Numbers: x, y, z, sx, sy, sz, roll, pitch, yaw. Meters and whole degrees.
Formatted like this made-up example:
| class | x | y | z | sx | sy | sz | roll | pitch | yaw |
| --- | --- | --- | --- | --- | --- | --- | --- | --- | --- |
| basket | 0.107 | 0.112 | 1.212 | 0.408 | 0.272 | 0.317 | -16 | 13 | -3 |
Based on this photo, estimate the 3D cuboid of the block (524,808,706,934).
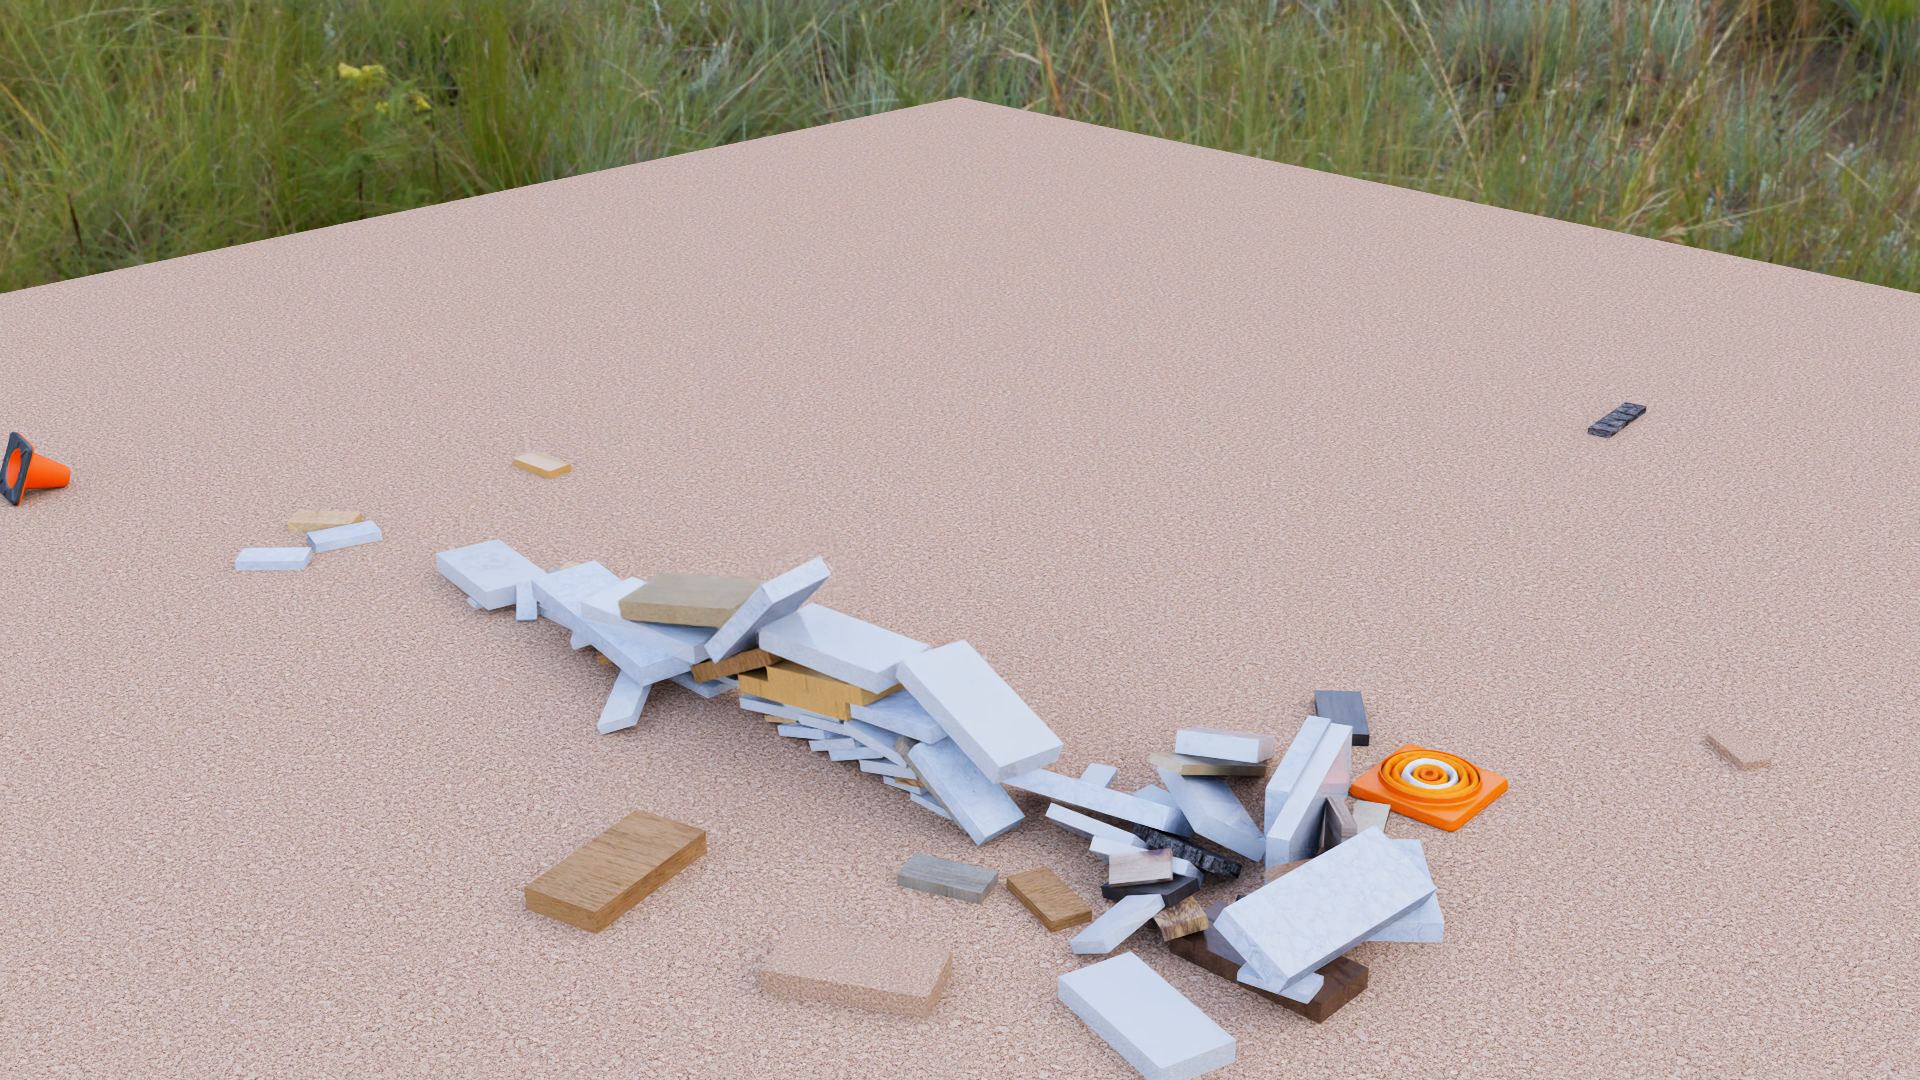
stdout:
| class | x | y | z | sx | sy | sz | roll | pitch | yaw |
| --- | --- | --- | --- | --- | --- | --- | --- | --- | --- |
| block | -0.656 | 0.630 | 4.213 | 0.169 | 0.048 | 0.338 | 13 | 26 | 28 |

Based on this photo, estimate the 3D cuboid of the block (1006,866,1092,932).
| class | x | y | z | sx | sy | sz | roll | pitch | yaw |
| --- | --- | --- | --- | --- | --- | --- | --- | --- | --- |
| block | 0.167 | 0.675 | 4.138 | 0.087 | 0.025 | 0.174 | -11 | 25 | -25 |

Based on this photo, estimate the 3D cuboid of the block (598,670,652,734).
| class | x | y | z | sx | sy | sz | roll | pitch | yaw |
| --- | --- | --- | --- | --- | --- | --- | --- | --- | --- |
| block | -0.728 | 0.319 | 4.915 | 0.084 | 0.024 | 0.365 | -17 | 24 | 13 |

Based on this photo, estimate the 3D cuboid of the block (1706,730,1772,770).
| class | x | y | z | sx | sy | sz | roll | pitch | yaw |
| --- | --- | --- | --- | --- | --- | --- | --- | --- | --- |
| block | 1.658 | 0.447 | 4.682 | 0.068 | 0.019 | 0.136 | -6 | 24 | -13 |

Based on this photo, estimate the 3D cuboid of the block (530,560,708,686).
| class | x | y | z | sx | sy | sz | roll | pitch | yaw |
| --- | --- | --- | --- | --- | --- | --- | --- | --- | --- |
| block | -0.791 | 0.186 | 5.079 | 0.169 | 0.048 | 0.564 | -18 | 29 | -31 |

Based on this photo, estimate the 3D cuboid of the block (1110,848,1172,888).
| class | x | y | z | sx | sy | sz | roll | pitch | yaw |
| --- | --- | --- | --- | --- | --- | --- | --- | --- | --- |
| block | 0.339 | 0.615 | 4.126 | 0.119 | 0.017 | 0.059 | -9 | 56 | 19 |

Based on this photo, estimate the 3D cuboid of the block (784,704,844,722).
| class | x | y | z | sx | sy | sz | roll | pitch | yaw |
| --- | --- | --- | --- | --- | --- | --- | --- | --- | --- |
| block | -0.287 | 0.349 | 4.687 | 0.173 | 0.024 | 0.086 | 9 | 22 | 43 |

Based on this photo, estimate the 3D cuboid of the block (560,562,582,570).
| class | x | y | z | sx | sy | sz | roll | pitch | yaw |
| --- | --- | --- | --- | --- | --- | --- | --- | --- | --- |
| block | -0.948 | 0.074 | 5.510 | 0.096 | 0.014 | 0.048 | 6 | 24 | 15 |

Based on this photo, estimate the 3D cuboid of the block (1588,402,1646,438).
| class | x | y | z | sx | sy | sz | roll | pitch | yaw |
| --- | --- | --- | --- | --- | --- | --- | --- | --- | --- |
| block | 1.969 | -0.360 | 6.584 | 0.067 | 0.019 | 0.288 | 16 | 28 | 34 |

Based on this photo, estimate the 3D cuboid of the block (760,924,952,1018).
| class | x | y | z | sx | sy | sz | roll | pitch | yaw |
| --- | --- | --- | --- | --- | --- | --- | --- | --- | --- |
| block | -0.182 | 0.764 | 3.905 | 0.308 | 0.044 | 0.154 | 6 | 24 | 15 |

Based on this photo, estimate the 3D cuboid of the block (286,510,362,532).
| class | x | y | z | sx | sy | sz | roll | pitch | yaw |
| --- | --- | --- | --- | --- | --- | --- | --- | --- | --- |
| block | -1.689 | -0.050 | 5.847 | 0.173 | 0.024 | 0.086 | 2 | 23 | 4 |

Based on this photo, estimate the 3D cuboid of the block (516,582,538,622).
| class | x | y | z | sx | sy | sz | roll | pitch | yaw |
| --- | --- | --- | --- | --- | --- | --- | --- | --- | --- |
| block | -1.046 | 0.148 | 5.310 | 0.048 | 0.096 | 0.014 | -2 | -20 | -5 |

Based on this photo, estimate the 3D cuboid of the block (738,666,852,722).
| class | x | y | z | sx | sy | sz | roll | pitch | yaw |
| --- | --- | --- | --- | --- | --- | --- | --- | --- | --- |
| block | -0.307 | 0.312 | 4.704 | 0.144 | 0.041 | 0.354 | -21 | 22 | -40 |

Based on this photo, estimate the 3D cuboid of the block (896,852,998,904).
| class | x | y | z | sx | sy | sz | roll | pitch | yaw |
| --- | --- | --- | --- | --- | --- | --- | --- | --- | --- |
| block | -0.024 | 0.647 | 4.205 | 0.174 | 0.025 | 0.087 | 9 | 25 | 21 |

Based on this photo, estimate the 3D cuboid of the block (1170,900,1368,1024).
| class | x | y | z | sx | sy | sz | roll | pitch | yaw |
| --- | --- | --- | --- | --- | --- | --- | --- | --- | --- |
| block | 0.551 | 0.752 | 3.936 | 0.326 | 0.042 | 0.148 | 20 | 30 | 39 |

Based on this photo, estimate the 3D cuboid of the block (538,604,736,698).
| class | x | y | z | sx | sy | sz | roll | pitch | yaw |
| --- | --- | --- | --- | --- | --- | --- | --- | --- | --- |
| block | -0.766 | 0.245 | 5.154 | 0.645 | 0.023 | 0.080 | 21 | 31 | 40 |

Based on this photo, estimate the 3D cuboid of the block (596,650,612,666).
| class | x | y | z | sx | sy | sz | roll | pitch | yaw |
| --- | --- | --- | --- | --- | --- | --- | --- | --- | --- |
| block | -0.789 | 0.229 | 5.100 | 0.084 | 0.024 | 0.167 | -19 | 24 | 8 |

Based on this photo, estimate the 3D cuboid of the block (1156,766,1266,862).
| class | x | y | z | sx | sy | sz | roll | pitch | yaw |
| --- | --- | --- | --- | --- | --- | --- | --- | --- | --- |
| block | 0.497 | 0.526 | 4.347 | 0.148 | 0.042 | 0.295 | 27 | 11 | -17 |

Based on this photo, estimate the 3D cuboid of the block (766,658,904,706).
| class | x | y | z | sx | sy | sz | roll | pitch | yaw |
| --- | --- | --- | --- | --- | --- | --- | --- | --- | --- |
| block | -0.256 | 0.284 | 4.635 | 0.289 | 0.041 | 0.144 | 9 | 23 | 43 |

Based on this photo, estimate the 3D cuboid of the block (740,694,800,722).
| class | x | y | z | sx | sy | sz | roll | pitch | yaw |
| --- | --- | --- | --- | --- | --- | --- | --- | --- | --- |
| block | -0.384 | 0.355 | 4.798 | 0.194 | 0.024 | 0.086 | 7 | 21 | 43 |

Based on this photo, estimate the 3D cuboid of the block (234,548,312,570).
| class | x | y | z | sx | sy | sz | roll | pitch | yaw |
| --- | --- | --- | --- | --- | --- | --- | --- | --- | --- |
| block | -1.752 | 0.048 | 5.617 | 0.173 | 0.024 | 0.086 | -1 | 23 | -2 |

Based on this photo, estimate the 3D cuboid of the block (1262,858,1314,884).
| class | x | y | z | sx | sy | sz | roll | pitch | yaw |
| --- | --- | --- | --- | --- | --- | --- | --- | --- | --- |
| block | 0.645 | 0.642 | 4.057 | 0.203 | 0.029 | 0.102 | 3 | 49 | -54 |

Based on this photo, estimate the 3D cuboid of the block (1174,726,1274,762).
| class | x | y | z | sx | sy | sz | roll | pitch | yaw |
| --- | --- | --- | --- | --- | --- | --- | --- | --- | --- |
| block | 0.549 | 0.421 | 4.533 | 0.163 | 0.046 | 0.327 | 6 | -2 | 14 |

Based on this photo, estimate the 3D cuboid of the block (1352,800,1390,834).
| class | x | y | z | sx | sy | sz | roll | pitch | yaw |
| --- | --- | --- | --- | --- | --- | --- | --- | --- | --- |
| block | 0.818 | 0.566 | 4.402 | 0.068 | 0.019 | 0.136 | 7 | 24 | 16 |

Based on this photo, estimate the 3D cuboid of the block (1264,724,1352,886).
| class | x | y | z | sx | sy | sz | roll | pitch | yaw |
| --- | --- | --- | --- | --- | --- | --- | --- | --- | --- |
| block | 0.685 | 0.535 | 4.302 | 0.044 | 0.154 | 0.489 | 8 | 24 | 22 |

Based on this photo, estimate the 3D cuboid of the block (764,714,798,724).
| class | x | y | z | sx | sy | sz | roll | pitch | yaw |
| --- | --- | --- | --- | --- | --- | --- | --- | --- | --- |
| block | -0.372 | 0.382 | 4.796 | 0.053 | 0.015 | 0.106 | -22 | 14 | -42 |

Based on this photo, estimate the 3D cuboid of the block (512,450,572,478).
| class | x | y | z | sx | sy | sz | roll | pitch | yaw |
| --- | --- | --- | --- | --- | --- | --- | --- | --- | --- |
| block | -1.184 | -0.213 | 6.235 | 0.159 | 0.023 | 0.080 | 18 | 29 | 37 |

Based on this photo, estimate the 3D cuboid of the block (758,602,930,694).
| class | x | y | z | sx | sy | sz | roll | pitch | yaw |
| --- | --- | --- | --- | --- | --- | --- | --- | --- | --- |
| block | -0.243 | 0.224 | 4.604 | 0.334 | 0.047 | 0.167 | 18 | 29 | 36 |

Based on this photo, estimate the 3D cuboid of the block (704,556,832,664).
| class | x | y | z | sx | sy | sz | roll | pitch | yaw |
| --- | --- | --- | --- | --- | --- | --- | --- | --- | --- |
| block | -0.408 | 0.150 | 4.648 | 0.160 | 0.045 | 0.320 | -27 | -10 | -38 |

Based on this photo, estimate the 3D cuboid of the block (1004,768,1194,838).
| class | x | y | z | sx | sy | sz | roll | pitch | yaw |
| --- | --- | --- | --- | --- | --- | --- | --- | --- | --- |
| block | 0.268 | 0.512 | 4.380 | 0.376 | 0.047 | 0.167 | 14 | -6 | 27 |

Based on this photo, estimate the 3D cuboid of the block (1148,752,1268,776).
| class | x | y | z | sx | sy | sz | roll | pitch | yaw |
| --- | --- | --- | --- | --- | --- | --- | --- | --- | --- |
| block | 0.506 | 0.455 | 4.461 | 0.075 | 0.021 | 0.380 | 19 | 5 | 33 |

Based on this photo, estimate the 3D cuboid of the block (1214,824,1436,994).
| class | x | y | z | sx | sy | sz | roll | pitch | yaw |
| --- | --- | --- | --- | --- | --- | --- | --- | --- | --- |
| block | 0.659 | 0.655 | 3.935 | 0.456 | 0.046 | 0.163 | -18 | 55 | -43 |

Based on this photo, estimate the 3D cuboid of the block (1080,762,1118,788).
| class | x | y | z | sx | sy | sz | roll | pitch | yaw |
| --- | --- | --- | --- | --- | --- | --- | --- | --- | --- |
| block | 0.280 | 0.501 | 4.558 | 0.059 | 0.017 | 0.119 | 9 | 25 | 20 |

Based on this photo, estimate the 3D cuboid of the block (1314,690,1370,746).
| class | x | y | z | sx | sy | sz | roll | pitch | yaw |
| --- | --- | --- | --- | --- | --- | --- | --- | --- | --- |
| block | 0.833 | 0.389 | 4.808 | 0.102 | 0.029 | 0.203 | 2 | 23 | 4 |

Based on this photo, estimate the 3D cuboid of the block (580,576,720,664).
| class | x | y | z | sx | sy | sz | roll | pitch | yaw |
| --- | --- | --- | --- | --- | --- | --- | --- | --- | --- |
| block | -0.672 | 0.179 | 4.972 | 0.372 | 0.045 | 0.160 | 18 | 31 | 36 |
